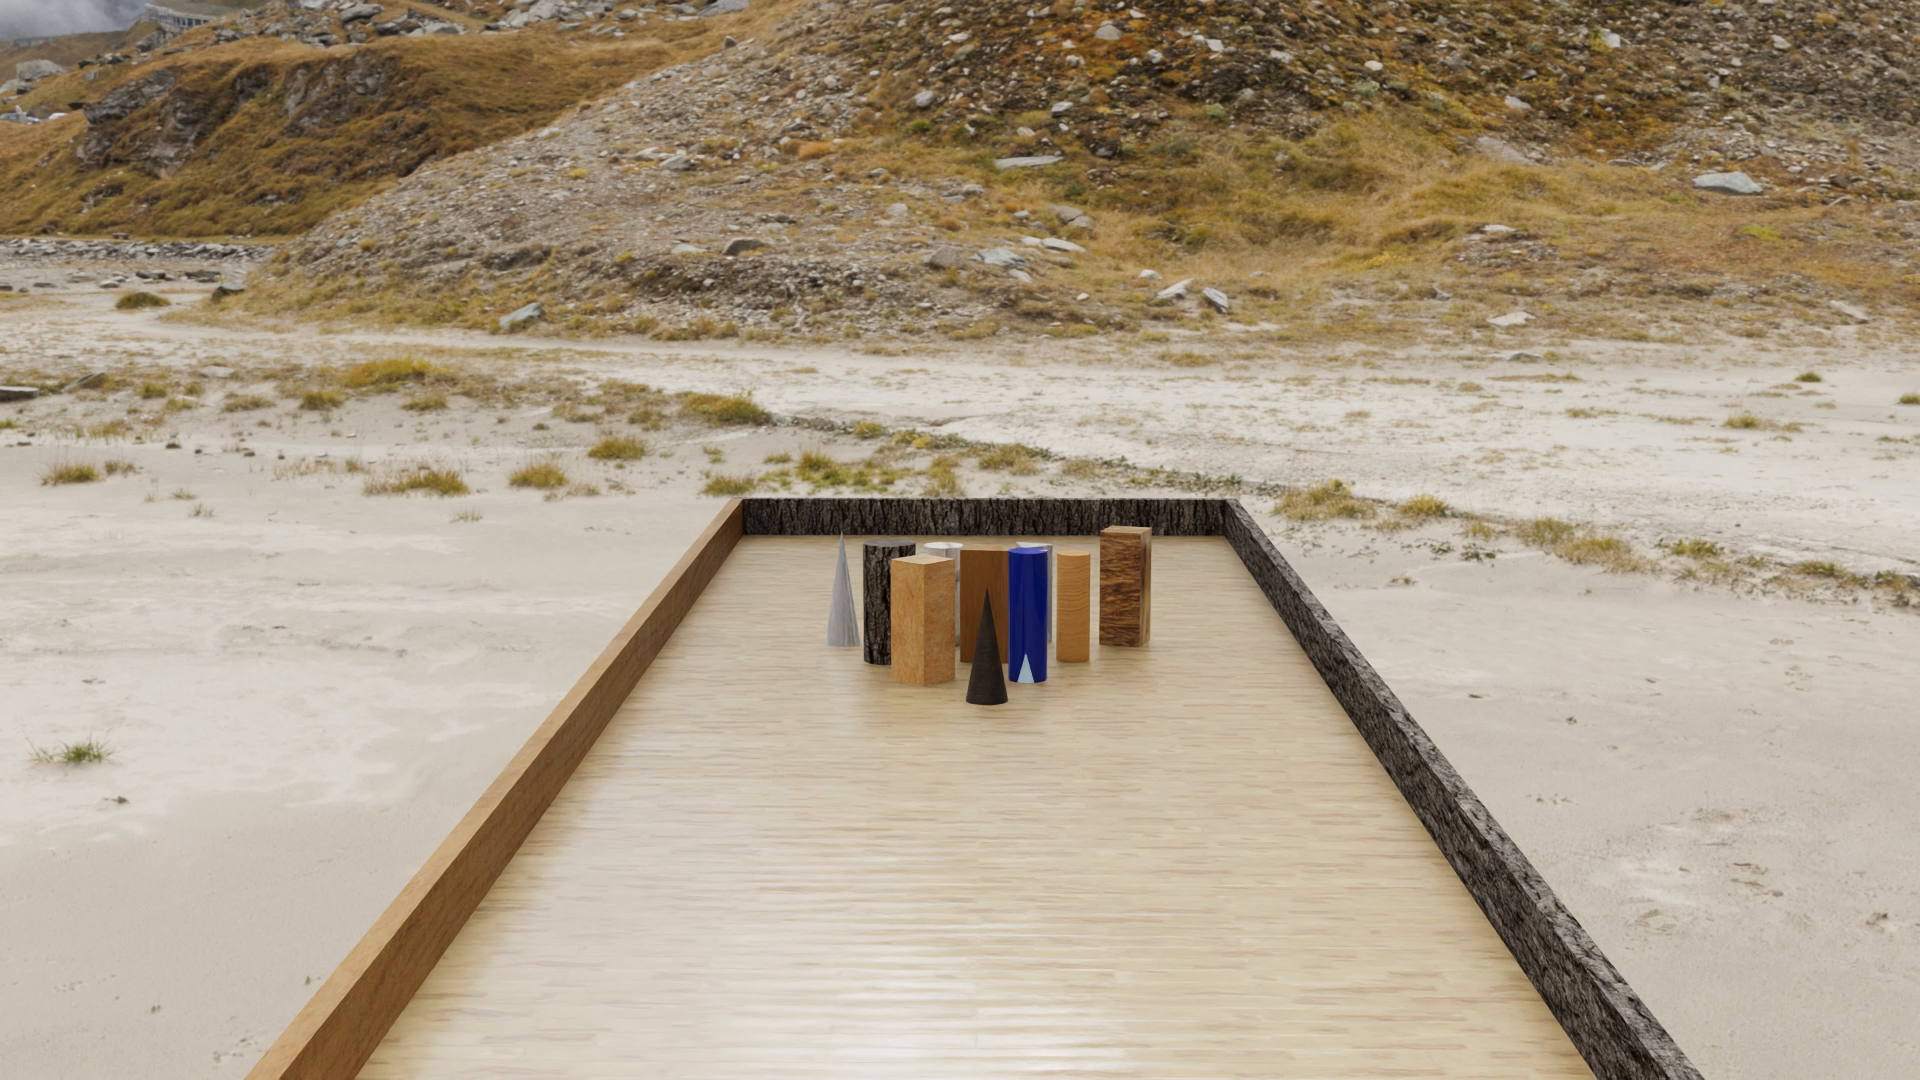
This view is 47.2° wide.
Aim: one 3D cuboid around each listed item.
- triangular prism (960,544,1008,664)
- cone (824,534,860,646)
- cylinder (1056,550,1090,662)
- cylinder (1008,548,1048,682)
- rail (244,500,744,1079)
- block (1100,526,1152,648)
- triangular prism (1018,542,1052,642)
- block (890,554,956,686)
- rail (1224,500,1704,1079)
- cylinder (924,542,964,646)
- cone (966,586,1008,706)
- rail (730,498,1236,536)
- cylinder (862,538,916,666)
[{"bbox_3d":[0.084,0.191,6.700,0.150,0.345,0.130,1,9,8],"label":"triangular prism"},{"bbox_3d":[-0.371,0.145,6.920,0.114,0.367,0.114,0,9,0],"label":"cone"},{"bbox_3d":[0.344,0.202,6.683,0.102,0.329,0.102,0,9,0],"label":"cylinder"},{"bbox_3d":[0.198,0.219,6.415,0.114,0.380,0.114,0,9,0],"label":"cylinder"},{"bbox_3d":[-1.004,0.839,3.234,0.050,0.150,12.000,0,9,1],"label":"rail"},{"bbox_3d":[0.522,0.145,6.942,0.131,0.361,0.131,3,10,20],"label":"block"},{"bbox_3d":[0.214,0.167,6.955,0.118,0.312,0.102,-7,11,-38],"label":"triangular prism"},{"bbox_3d":[-0.107,0.231,6.412,0.132,0.356,0.132,8,12,42],"label":"block"},{"bbox_3d":[1.046,0.843,3.208,0.050,0.150,12.000,0,9,1],"label":"rail"},{"bbox_3d":[-0.052,0.172,6.925,0.125,0.314,0.125,0,9,0],"label":"cylinder"},{"bbox_3d":[0.076,0.288,6.145,0.120,0.328,0.120,0,9,0],"label":"cone"},{"bbox_3d":[0.099,-0.098,9.147,2.100,0.150,0.050,0,9,1],"label":"rail"},{"bbox_3d":[-0.214,0.186,6.678,0.160,0.362,0.160,0,9,0],"label":"cylinder"}]
